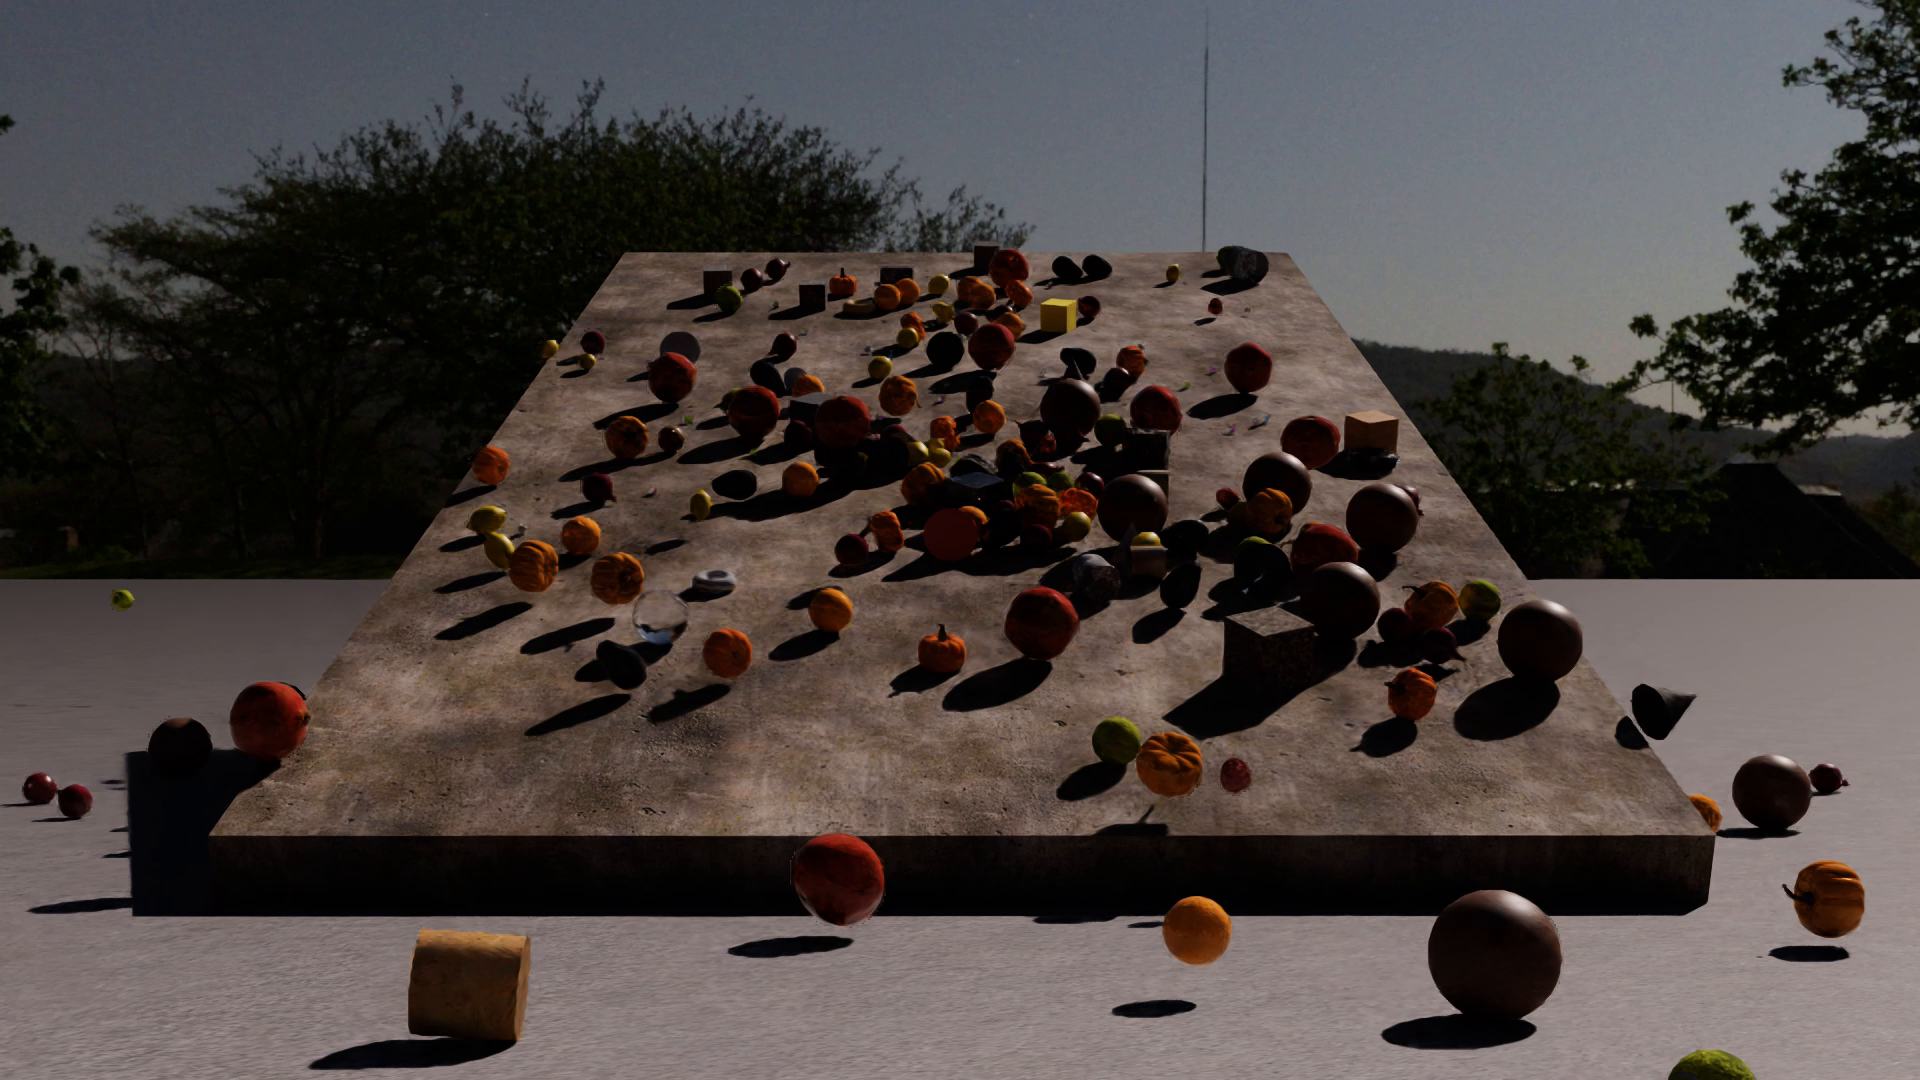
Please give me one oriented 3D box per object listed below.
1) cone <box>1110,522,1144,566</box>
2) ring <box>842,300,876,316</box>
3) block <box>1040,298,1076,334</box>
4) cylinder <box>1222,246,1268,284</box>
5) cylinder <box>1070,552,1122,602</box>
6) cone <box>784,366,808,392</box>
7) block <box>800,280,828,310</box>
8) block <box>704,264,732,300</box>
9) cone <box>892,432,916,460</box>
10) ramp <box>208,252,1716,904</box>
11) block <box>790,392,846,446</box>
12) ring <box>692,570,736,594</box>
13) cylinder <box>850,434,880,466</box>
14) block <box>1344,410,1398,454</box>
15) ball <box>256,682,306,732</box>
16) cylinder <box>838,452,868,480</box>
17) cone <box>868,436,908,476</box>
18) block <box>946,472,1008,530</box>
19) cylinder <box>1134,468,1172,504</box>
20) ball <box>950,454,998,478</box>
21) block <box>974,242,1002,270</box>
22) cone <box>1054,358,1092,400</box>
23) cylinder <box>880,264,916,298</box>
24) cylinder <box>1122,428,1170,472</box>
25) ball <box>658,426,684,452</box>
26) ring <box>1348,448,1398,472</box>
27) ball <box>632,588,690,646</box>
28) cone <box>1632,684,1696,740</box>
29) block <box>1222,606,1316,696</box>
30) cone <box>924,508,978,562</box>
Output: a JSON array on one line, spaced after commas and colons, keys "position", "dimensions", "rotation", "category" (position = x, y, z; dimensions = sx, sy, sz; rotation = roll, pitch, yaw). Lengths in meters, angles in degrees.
[{"position": [0.309, 0.000, 4.037], "dimensions": [0.074, 0.074, 0.074], "rotation": [0, 18, 0], "category": "cone"}, {"position": [-0.268, -0.621, 5.978], "dimensions": [0.089, 0.030, 0.089], "rotation": [1, 20, 0], "category": "ring"}, {"position": [0.254, -0.578, 5.786], "dimensions": [0.071, 0.071, 0.071], "rotation": [7, 20, 21], "category": "block"}, {"position": [0.811, -0.782, 6.370], "dimensions": [0.092, 0.092, 0.092], "rotation": [0, 16, -30], "category": "cylinder"}, {"position": [0.234, 0.064, 3.855], "dimensions": [0.067, 0.067, 0.067], "rotation": [0, 17, -20], "category": "cylinder"}, {"position": [-0.387, -0.368, 5.219], "dimensions": [0.059, 0.059, 0.059], "rotation": [0, -9, -15], "category": "cone"}, {"position": [-0.394, -0.659, 6.030], "dimensions": [0.069, 0.069, 0.069], "rotation": [1, 18, 2], "category": "block"}, {"position": [-0.666, -0.710, 6.167], "dimensions": [0.078, 0.078, 0.078], "rotation": [-2, 18, -5], "category": "block"}, {"position": [-0.124, -0.188, 4.676], "dimensions": [0.064, 0.064, 0.064], "rotation": [0, -8, -4], "category": "cone"}, {"position": [-0.004, -0.190, 4.888], "dimensions": [2.000, 0.100, 4.000], "rotation": [0, 18, 0], "category": "ramp"}, {"position": [-0.303, -0.261, 4.803], "dimensions": [0.086, 0.086, 0.086], "rotation": [11, 21, 29], "category": "block"}, {"position": [-0.427, 0.072, 3.895], "dimensions": [0.077, 0.026, 0.077], "rotation": [1, 19, 0], "category": "ring"}, {"position": [-0.183, -0.182, 4.607], "dimensions": [0.060, 0.060, 0.060], "rotation": [18, 11, 42], "category": "cylinder"}, {"position": [0.862, -0.221, 4.701], "dimensions": [0.078, 0.078, 0.078], "rotation": [-10, 21, -27], "category": "block"}, {"position": [-1.127, 0.277, 3.723], "dimensions": [0.082, 0.082, 0.082], "rotation": [0, -1, 0], "category": "ball"}, {"position": [-0.215, -0.150, 4.520], "dimensions": [0.053, 0.053, 0.053], "rotation": [2, -1, 7], "category": "cylinder"}, {"position": [-0.136, -0.163, 4.584], "dimensions": [0.084, 0.084, 0.084], "rotation": [0, -9, 11], "category": "cone"}, {"position": [0.032, -0.075, 4.253], "dimensions": [0.082, 0.082, 0.082], "rotation": [-16, 24, -39], "category": "block"}, {"position": [0.376, -0.106, 4.375], "dimensions": [0.063, 0.063, 0.063], "rotation": [10, 1, 9], "category": "cylinder"}, {"position": [0.027, -0.121, 4.374], "dimensions": [0.092, 0.092, 0.092], "rotation": [0, -1, 0], "category": "ball"}, {"position": [0.081, -0.828, 6.537], "dimensions": [0.072, 0.072, 0.072], "rotation": [2, 19, 7], "category": "block"}, {"position": [0.259, -0.375, 5.146], "dimensions": [0.088, 0.088, 0.088], "rotation": [0, 18, 0], "category": "cone"}, {"position": [-0.171, -0.709, 6.147], "dimensions": [0.089, 0.089, 0.089], "rotation": [1, -1, 4], "category": "cylinder"}, {"position": [0.380, -0.184, 4.571], "dimensions": [0.087, 0.087, 0.087], "rotation": [4, 0, 11], "category": "cylinder"}, {"position": [-0.606, -0.212, 4.702], "dimensions": [0.056, 0.056, 0.056], "rotation": [0, -1, 0], "category": "ball"}, {"position": [0.846, -0.165, 4.603], "dimensions": [0.103, 0.034, 0.103], "rotation": [1, 18, 0], "category": "ring"}, {"position": [-0.484, 0.125, 3.631], "dimensions": [0.092, 0.092, 0.092], "rotation": [0, -1, 0], "category": "ball"}, {"position": [1.069, 0.245, 3.357], "dimensions": [0.087, 0.087, 0.087], "rotation": [-17, 5, -19], "category": "cone"}, {"position": [0.479, 0.172, 3.483], "dimensions": [0.099, 0.099, 0.099], "rotation": [-10, 21, -28], "category": "block"}, {"position": [-0.023, -0.002, 4.090], "dimensions": [0.098, 0.098, 0.098], "rotation": [0, -9, -6], "category": "cone"}]
